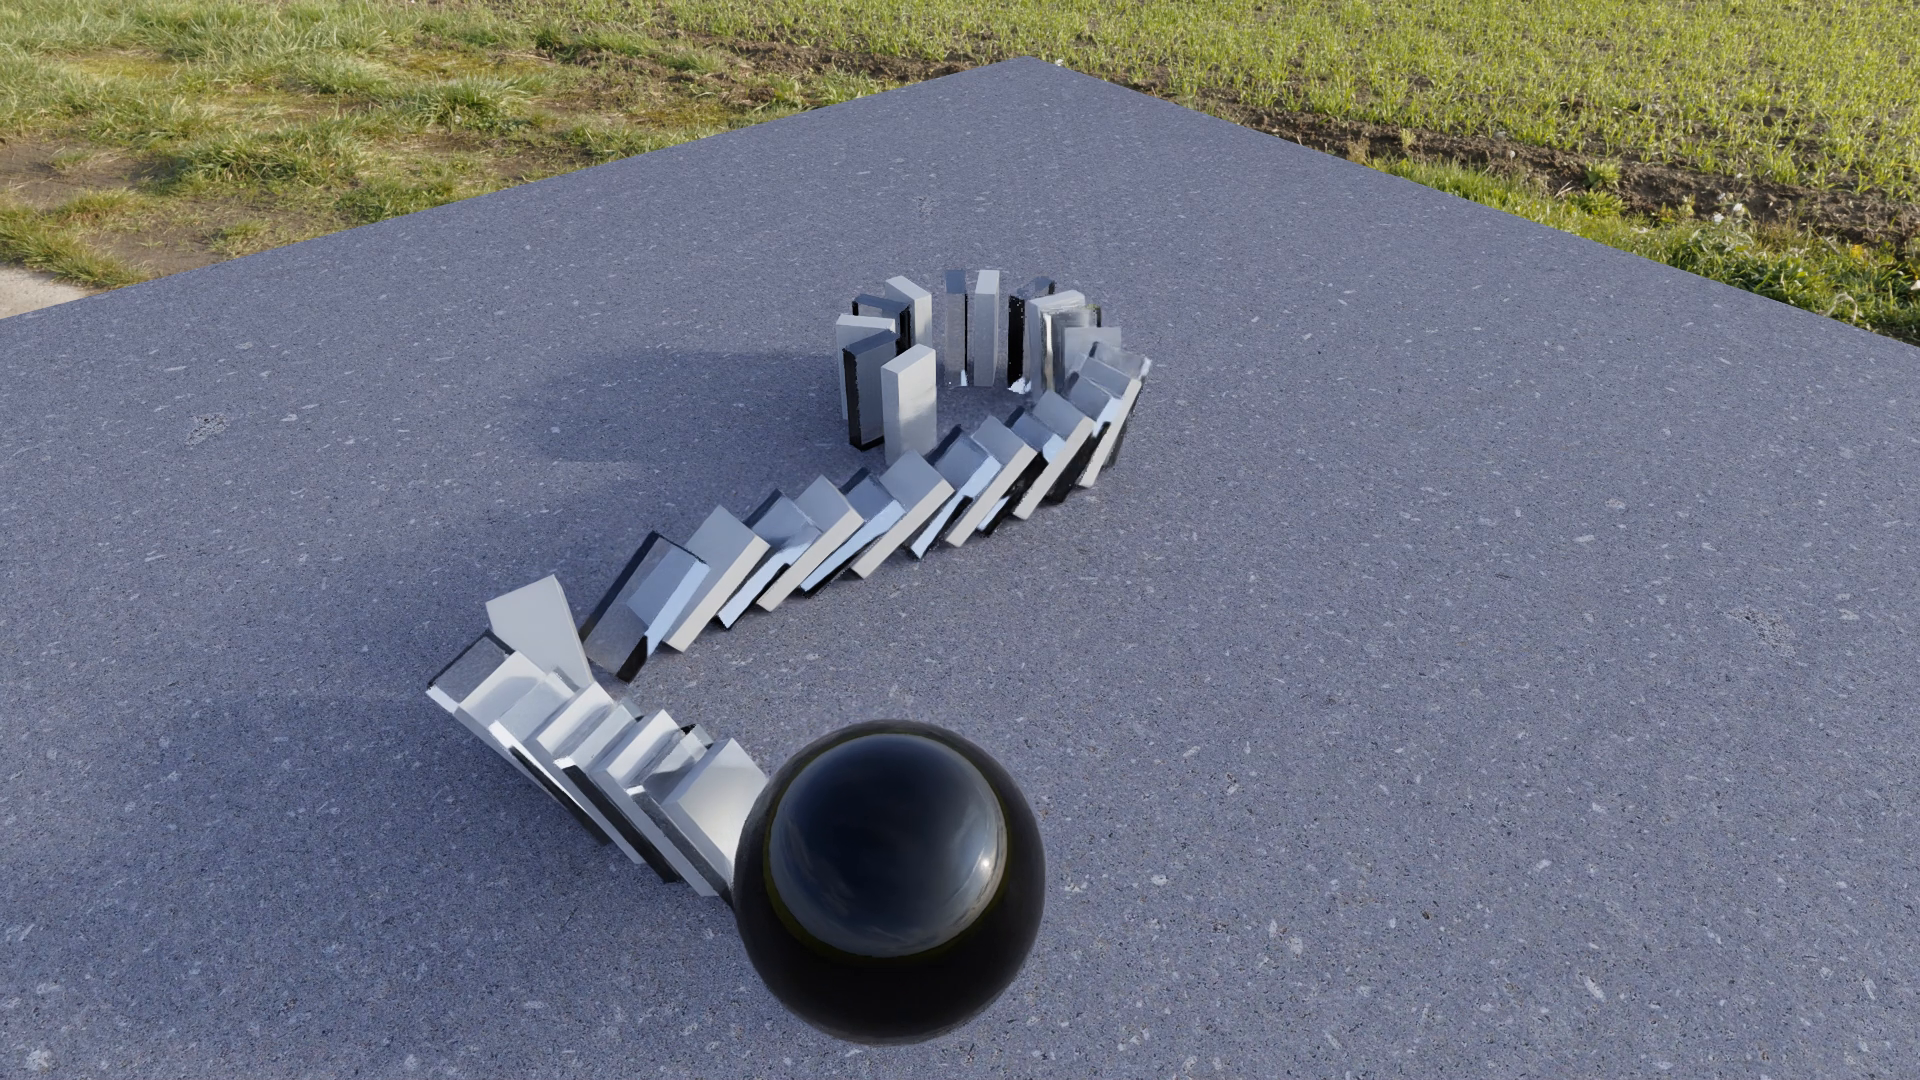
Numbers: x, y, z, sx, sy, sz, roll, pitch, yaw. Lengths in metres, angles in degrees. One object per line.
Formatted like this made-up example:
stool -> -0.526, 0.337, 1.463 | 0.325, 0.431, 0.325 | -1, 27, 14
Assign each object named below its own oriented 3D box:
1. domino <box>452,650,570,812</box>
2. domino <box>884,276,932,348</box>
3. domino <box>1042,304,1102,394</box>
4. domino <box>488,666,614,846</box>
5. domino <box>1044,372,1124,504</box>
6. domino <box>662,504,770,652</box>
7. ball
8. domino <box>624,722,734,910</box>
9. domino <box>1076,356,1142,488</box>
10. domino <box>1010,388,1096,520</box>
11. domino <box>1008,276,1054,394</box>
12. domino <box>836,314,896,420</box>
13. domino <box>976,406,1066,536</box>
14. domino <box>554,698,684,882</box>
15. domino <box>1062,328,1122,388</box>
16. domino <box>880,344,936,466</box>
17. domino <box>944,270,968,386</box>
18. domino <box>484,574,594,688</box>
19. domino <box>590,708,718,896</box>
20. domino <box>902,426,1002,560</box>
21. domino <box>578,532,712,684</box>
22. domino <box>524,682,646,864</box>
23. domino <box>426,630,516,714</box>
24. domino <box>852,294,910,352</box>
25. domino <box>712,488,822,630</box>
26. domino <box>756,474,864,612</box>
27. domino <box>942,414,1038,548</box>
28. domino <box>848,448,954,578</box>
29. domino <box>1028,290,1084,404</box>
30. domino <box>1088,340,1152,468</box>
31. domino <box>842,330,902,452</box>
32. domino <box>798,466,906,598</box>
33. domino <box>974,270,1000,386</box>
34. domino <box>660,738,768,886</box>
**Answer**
domino -> -0.130, 0.061, 0.346 | 0.050, 0.010, 0.025 | 43, 47, -7
domino -> -0.025, -0.099, 0.533 | 0.009, 0.050, 0.025 | -25, 45, -27
domino -> 0.053, -0.082, 0.511 | 0.025, 0.050, 0.009 | -12, 24, -14
domino -> -0.116, 0.066, 0.337 | 0.050, 0.010, 0.025 | 50, 46, -10
domino -> 0.046, -0.044, 0.468 | 0.009, 0.050, 0.025 | 15, 21, -46
domino -> -0.096, 0.014, 0.406 | 0.025, 0.009, 0.050 | 35, 83, 35
ball -> -0.018, 0.086, 0.283 | 0.080, 0.080, 0.080 | 0, 39, 0
domino -> -0.070, 0.080, 0.317 | 0.009, 0.050, 0.025 | -21, 21, 42
domino -> 0.056, -0.051, 0.476 | 0.025, 0.050, 0.009 | 35, 17, 35
domino -> 0.032, -0.036, 0.461 | 0.010, 0.050, 0.025 | 25, 15, -47
domino -> 0.034, -0.099, 0.532 | 0.010, 0.050, 0.025 | 24, 45, 27
domino -> -0.042, -0.078, 0.507 | 0.025, 0.050, 0.010 | 6, 40, 8
domino -> 0.018, -0.029, 0.454 | 0.050, 0.010, 0.025 | -50, 49, 6
domino -> -0.093, 0.074, 0.325 | 0.010, 0.050, 0.025 | -21, 21, 42
domino -> 0.059, -0.071, 0.499 | 0.025, 0.050, 0.009 | 0, 12, -1
domino -> -0.022, -0.058, 0.482 | 0.010, 0.050, 0.025 | 26, 46, 28
domino -> -0.002, -0.103, 0.538 | 0.010, 0.050, 0.025 | -3, 39, -3
domino -> -0.146, 0.038, 0.385 | 0.025, 0.010, 0.050 | -24, 58, -13
domino -> -0.081, 0.077, 0.322 | 0.010, 0.050, 0.025 | -21, 21, 42
domino -> -0.009, -0.019, 0.443 | 0.050, 0.009, 0.025 | -49, 49, 5
domino -> -0.115, 0.024, 0.396 | 0.025, 0.010, 0.050 | 25, 75, 28
domino -> -0.104, 0.070, 0.331 | 0.009, 0.050, 0.025 | -23, 21, 42
domino -> -0.143, 0.055, 0.356 | 0.050, 0.010, 0.025 | 40, 48, -4
domino -> -0.036, -0.089, 0.521 | 0.025, 0.050, 0.009 | 17, 42, 20
domino -> -0.078, 0.007, 0.414 | 0.050, 0.009, 0.025 | -46, 49, -1
domino -> -0.063, 0.001, 0.421 | 0.050, 0.010, 0.025 | -44, 49, 1
domino -> 0.006, -0.024, 0.449 | 0.050, 0.009, 0.025 | -50, 49, 6
domino -> -0.029, -0.011, 0.437 | 0.050, 0.010, 0.025 | -44, 49, 0
domino -> 0.046, -0.090, 0.521 | 0.025, 0.050, 0.010 | -18, 33, -21
domino -> 0.063, -0.060, 0.486 | 0.025, 0.050, 0.009 | 24, 12, 23
domino -> -0.038, -0.066, 0.493 | 0.025, 0.050, 0.009 | -28, 47, -30
domino -> -0.048, -0.003, 0.429 | 0.050, 0.009, 0.025 | -42, 49, -3
domino -> 0.013, -0.103, 0.537 | 0.010, 0.050, 0.025 | 4, 39, 5
domino -> -0.059, 0.084, 0.313 | 0.009, 0.050, 0.025 | -21, 21, 42
